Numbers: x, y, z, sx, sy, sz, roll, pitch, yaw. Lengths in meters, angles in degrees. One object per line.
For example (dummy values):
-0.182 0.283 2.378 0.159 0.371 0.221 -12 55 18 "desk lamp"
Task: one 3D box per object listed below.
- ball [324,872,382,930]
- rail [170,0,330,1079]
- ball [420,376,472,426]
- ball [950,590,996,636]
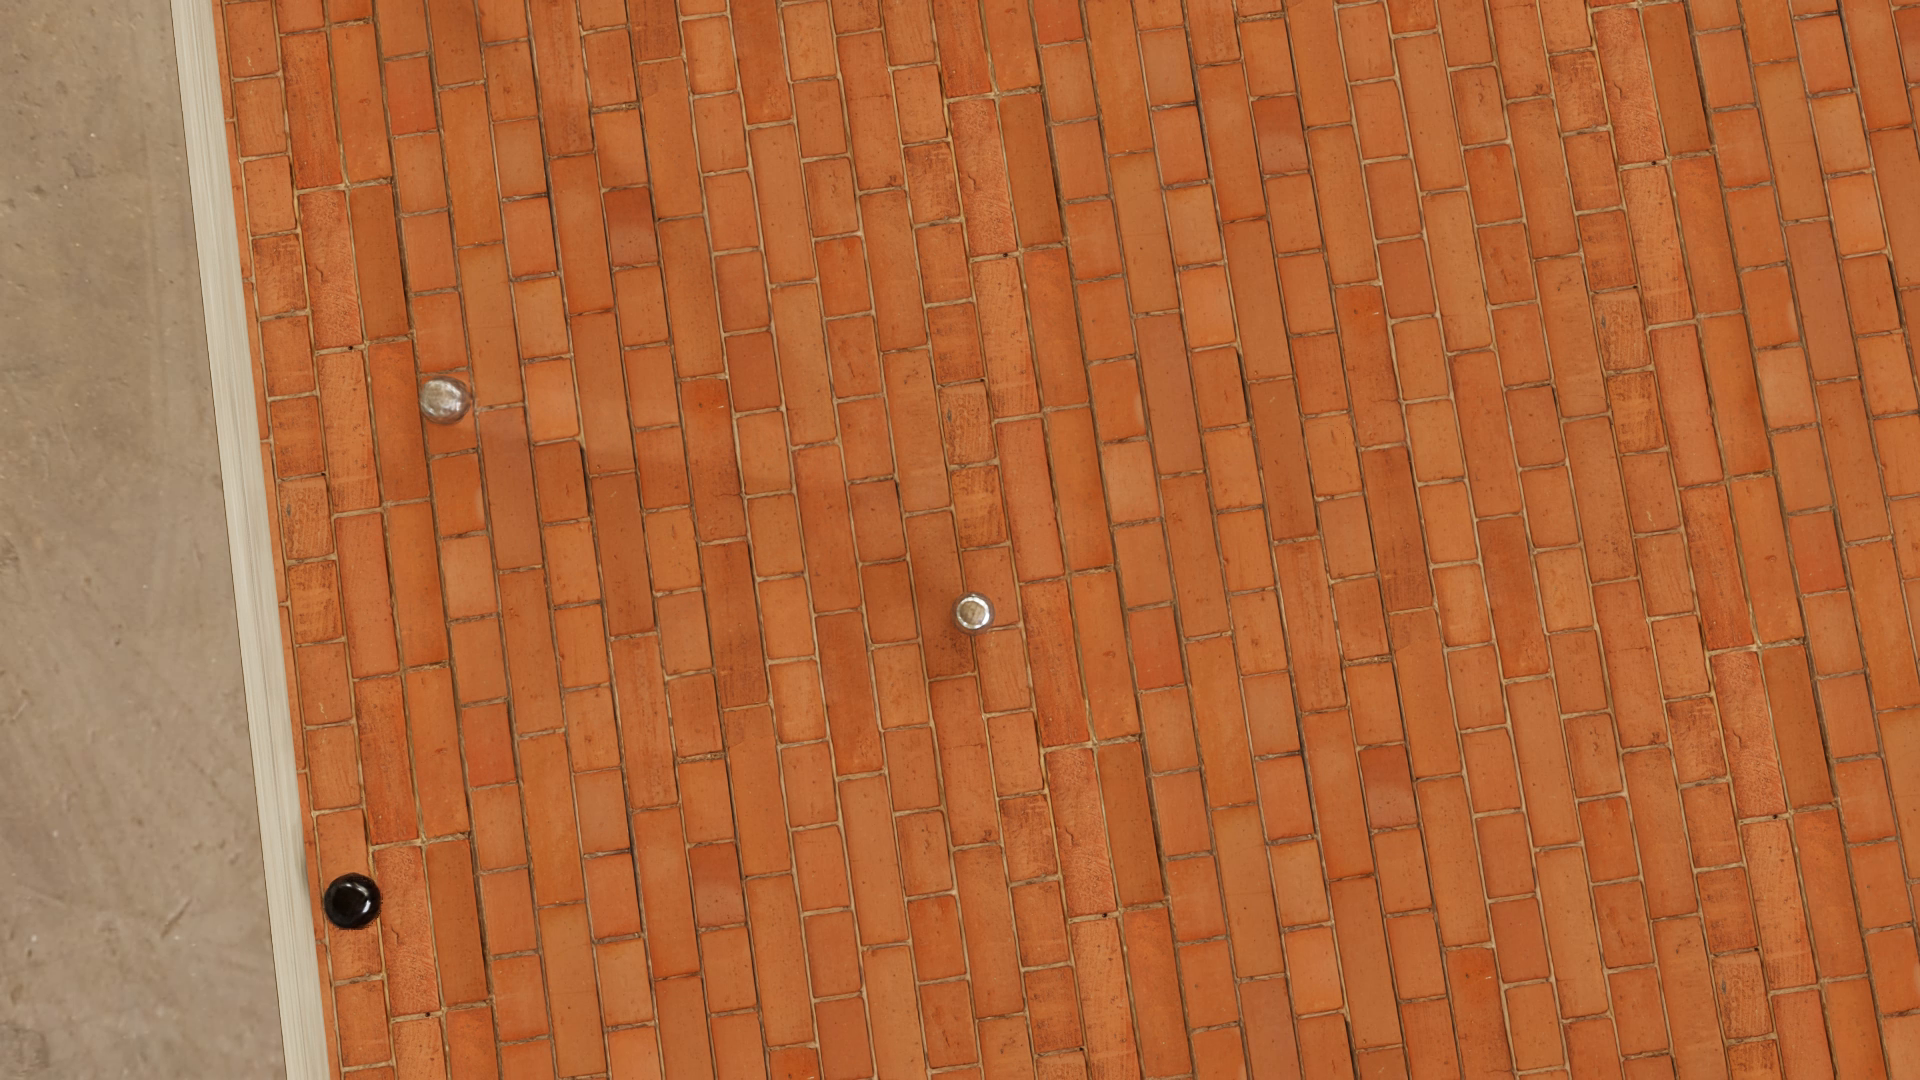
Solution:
-0.881 0.524 3.190 0.081 0.081 0.081 0 84 0 "ball"
-1.016 0.144 3.220 0.045 0.105 2.520 -8 84 -1 "rail"
-0.767 -0.208 3.276 0.075 0.075 0.075 0 84 0 "ball"
0.019 0.108 3.244 0.067 0.067 0.067 0 84 0 "ball"
